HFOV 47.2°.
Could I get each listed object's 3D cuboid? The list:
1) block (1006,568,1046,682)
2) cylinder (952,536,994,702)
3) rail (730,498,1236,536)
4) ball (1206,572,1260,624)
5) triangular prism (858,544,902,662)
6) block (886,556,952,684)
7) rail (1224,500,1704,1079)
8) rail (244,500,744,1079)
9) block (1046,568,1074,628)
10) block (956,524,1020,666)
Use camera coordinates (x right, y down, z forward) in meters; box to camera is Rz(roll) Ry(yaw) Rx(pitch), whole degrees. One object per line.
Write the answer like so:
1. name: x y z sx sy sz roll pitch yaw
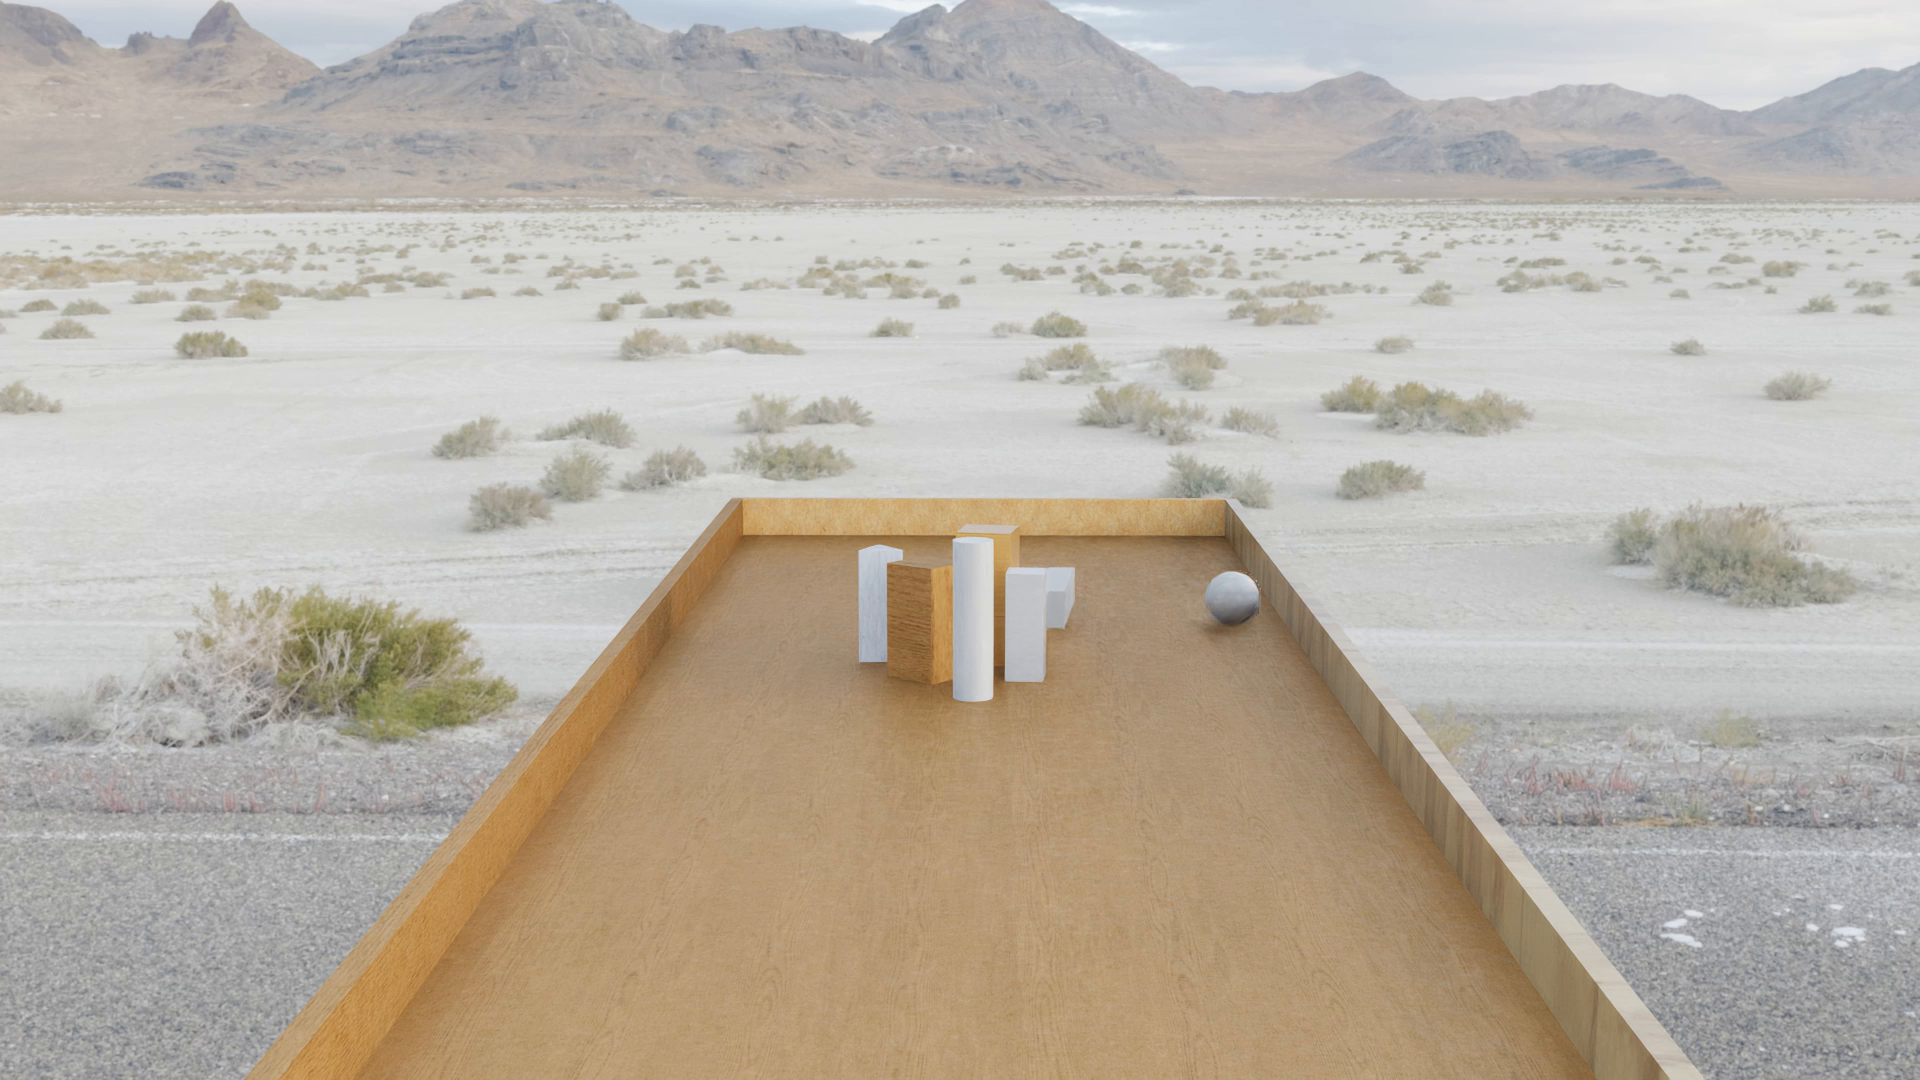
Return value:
1. block: 0.193 0.247 6.434 0.111 0.318 0.111 1 9 6
2. cylinder: 0.037 0.222 6.176 0.115 0.449 0.115 0 9 0
3. rail: 0.099 -0.098 9.147 2.100 0.150 0.050 0 9 1
4. ball: 0.895 0.191 7.238 0.177 0.177 0.177 0 9 0
5. triangular prism: -0.244 0.191 6.710 0.132 0.342 0.115 -1 9 -5
6. block: -0.094 0.233 6.456 0.169 0.339 0.169 7 12 39
7. rail: 1.046 0.843 3.208 0.050 0.150 12.000 0 9 1
8. rail: -1.004 0.839 3.234 0.050 0.150 12.000 0 9 1
9. block: 0.307 0.192 7.406 0.123 0.123 0.457 1 9 7
10. block: 0.085 0.166 6.675 0.164 0.403 0.164 2 9 11
